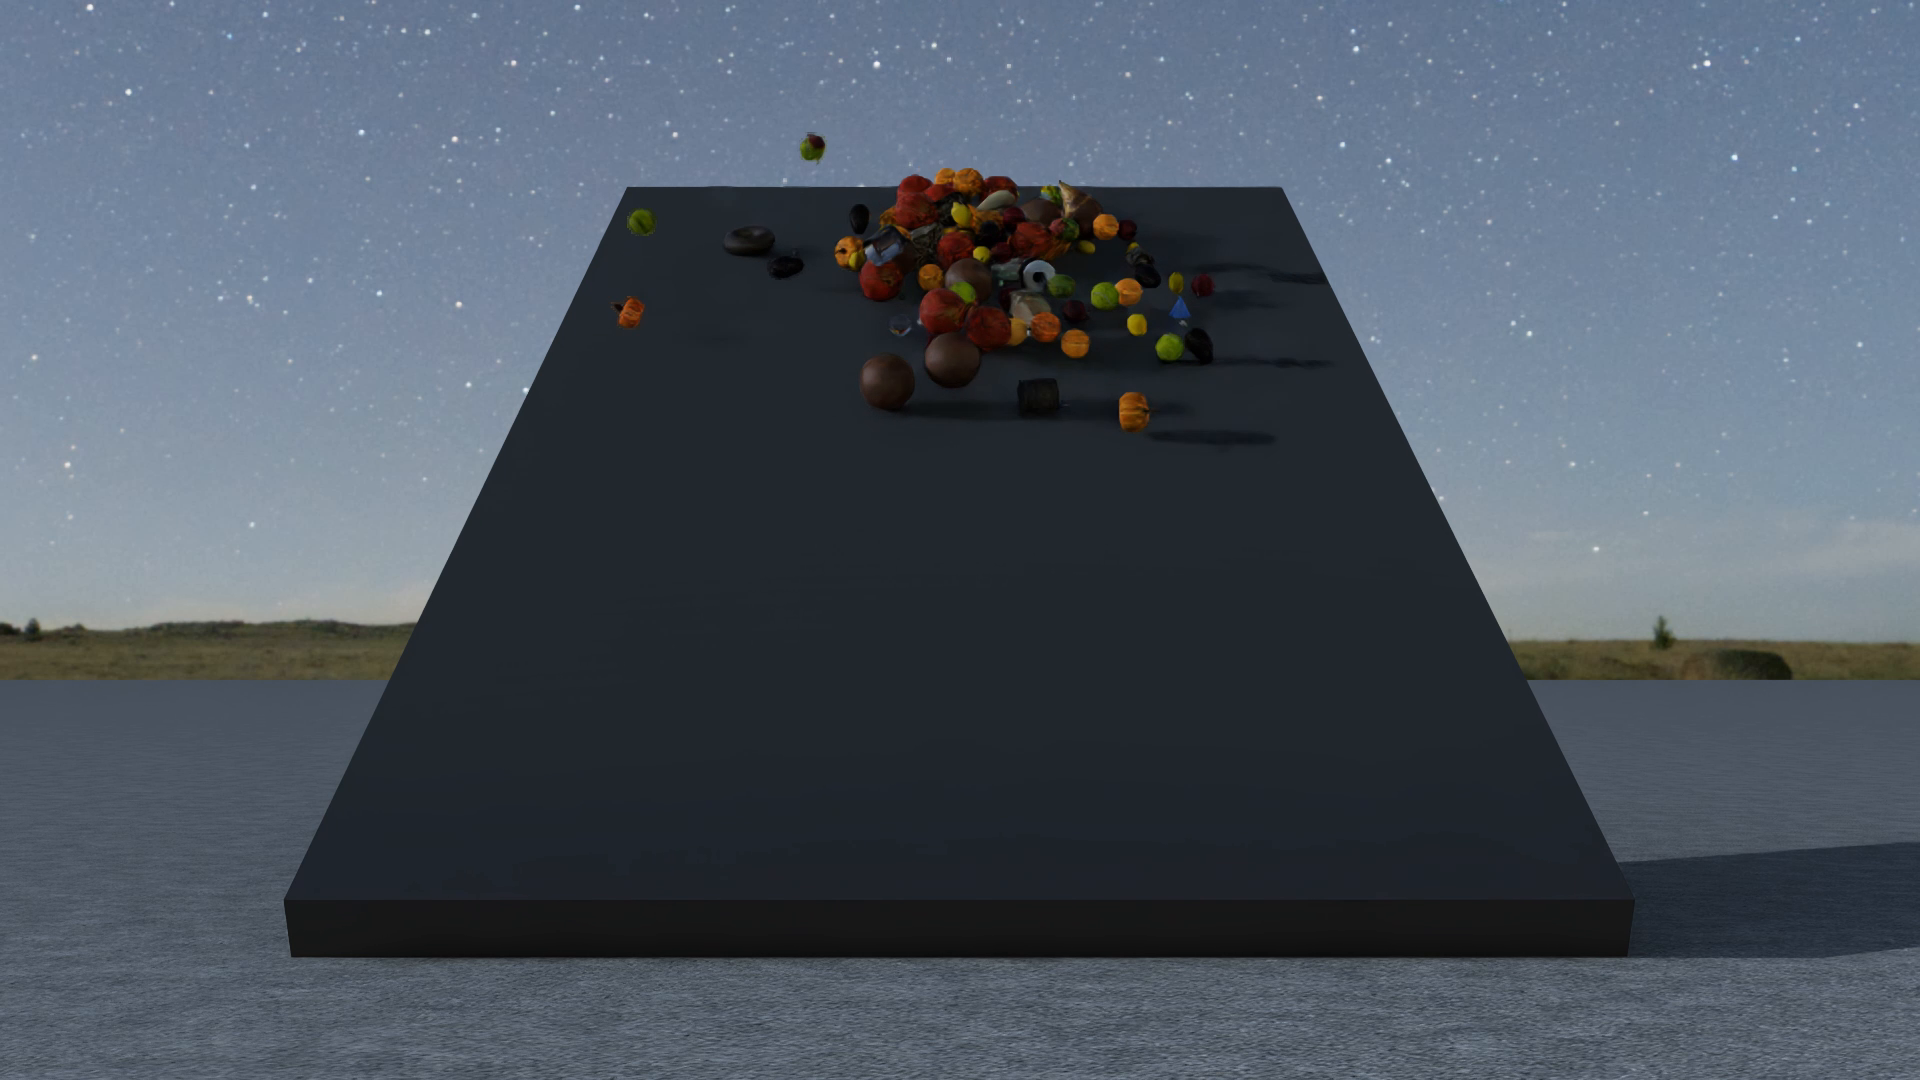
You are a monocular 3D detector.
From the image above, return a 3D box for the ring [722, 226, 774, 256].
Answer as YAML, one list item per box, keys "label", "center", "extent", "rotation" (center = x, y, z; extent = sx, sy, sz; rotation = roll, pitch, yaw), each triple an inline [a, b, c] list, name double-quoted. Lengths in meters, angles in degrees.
- label: "ring"
  center: [-0.588, -0.834, 6.468]
  extent: [0.148, 0.049, 0.148]
  rotation: [-6, 27, 3]

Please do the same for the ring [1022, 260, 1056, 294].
- label: "ring"
  center: [0.201, -0.670, 5.911]
  extent: [0.086, 0.086, 0.029]
  rotation: [0, 8, -2]

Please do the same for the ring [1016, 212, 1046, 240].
- label: "ring"
  center: [0.202, -0.889, 6.581]
  extent: [0.089, 0.089, 0.030]
  rotation: [-2, -34, 30]

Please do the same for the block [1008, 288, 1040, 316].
- label: "block"
  center: [0.165, -0.606, 5.952]
  extent: [0.058, 0.058, 0.058]
  rotation: [-17, 29, -34]

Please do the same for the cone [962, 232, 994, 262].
- label: "cone"
  center: [0.036, -0.796, 6.408]
  extent: [0.083, 0.083, 0.083]
  rotation: [-17, -13, 36]

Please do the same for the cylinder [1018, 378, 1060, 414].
- label: "cylinder"
  center: [0.179, -0.329, 5.292]
  extent: [0.077, 0.077, 0.077]
  rotation: [-7, -2, -12]

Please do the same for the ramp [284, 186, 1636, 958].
- label: "ramp"
  center: [-0.008, -0.228, 5.287]
  extent: [2.000, 0.100, 4.000]
  rotation: [0, 24, 0]

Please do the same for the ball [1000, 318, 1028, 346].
- label: "ball"
  center: [0.133, -0.515, 5.730]
  extent: [0.070, 0.070, 0.070]
  rotation: [0, -3, 0]

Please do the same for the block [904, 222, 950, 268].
- label: "block"
  center: [-0.092, -0.803, 6.323]
  extent: [0.082, 0.082, 0.082]
  rotation: [-14, 22, 31]

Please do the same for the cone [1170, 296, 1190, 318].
- label: "cone"
  center: [0.564, -0.602, 5.949]
  extent: [0.054, 0.054, 0.054]
  rotation: [0, 24, 0]

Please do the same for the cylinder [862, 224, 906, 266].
- label: "cylinder"
  center: [-0.191, -0.742, 5.850]
  extent: [0.077, 0.077, 0.077]
  rotation: [-37, 11, -21]

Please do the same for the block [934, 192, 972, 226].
- label: "block"
  center: [-0.020, -0.924, 6.489]
  extent: [0.068, 0.068, 0.068]
  rotation: [-27, -7, 24]

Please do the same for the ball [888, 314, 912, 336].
- label: "ball"
  center: [-0.149, -0.535, 5.791]
  extent: [0.056, 0.056, 0.056]
  rotation: [0, -3, 0]

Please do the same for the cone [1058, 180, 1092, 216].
- label: "cone"
  center: [0.291, -0.925, 6.199]
  extent: [0.090, 0.090, 0.090]
  rotation: [-38, 5, 4]

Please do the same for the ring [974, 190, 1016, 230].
- label: "ring"
  center: [0.101, -0.943, 6.645]
  extent: [0.136, 0.045, 0.136]
  rotation: [-31, -24, -16]

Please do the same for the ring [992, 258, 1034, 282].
- label: "ring"
  center: [0.149, -0.728, 6.244]
  extent: [0.131, 0.044, 0.131]
  rotation: [-3, 20, 1]

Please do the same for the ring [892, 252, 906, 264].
- label: "ring"
  center: [-0.183, -0.798, 6.334]
  extent: [0.034, 0.103, 0.103]
  rotation: [-33, 3, -12]

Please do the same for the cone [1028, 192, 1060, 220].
- label: "cone"
  center: [0.260, -0.948, 6.739]
  extent: [0.090, 0.090, 0.090]
  rotation: [-3, -20, 45]

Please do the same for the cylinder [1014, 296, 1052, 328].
- label: "cylinder"
  center: [0.184, -0.574, 5.867]
  extent: [0.068, 0.068, 0.068]
  rotation: [-20, 10, -38]

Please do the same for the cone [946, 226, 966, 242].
- label: "cone"
  center: [-0.005, -0.858, 6.557]
  extent: [0.056, 0.056, 0.056]
  rotation: [20, -7, -11]

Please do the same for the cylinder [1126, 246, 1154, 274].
- label: "cylinder"
  center: [0.474, -0.736, 6.107]
  extent: [0.054, 0.054, 0.054]
  rotation: [38, -24, -29]
